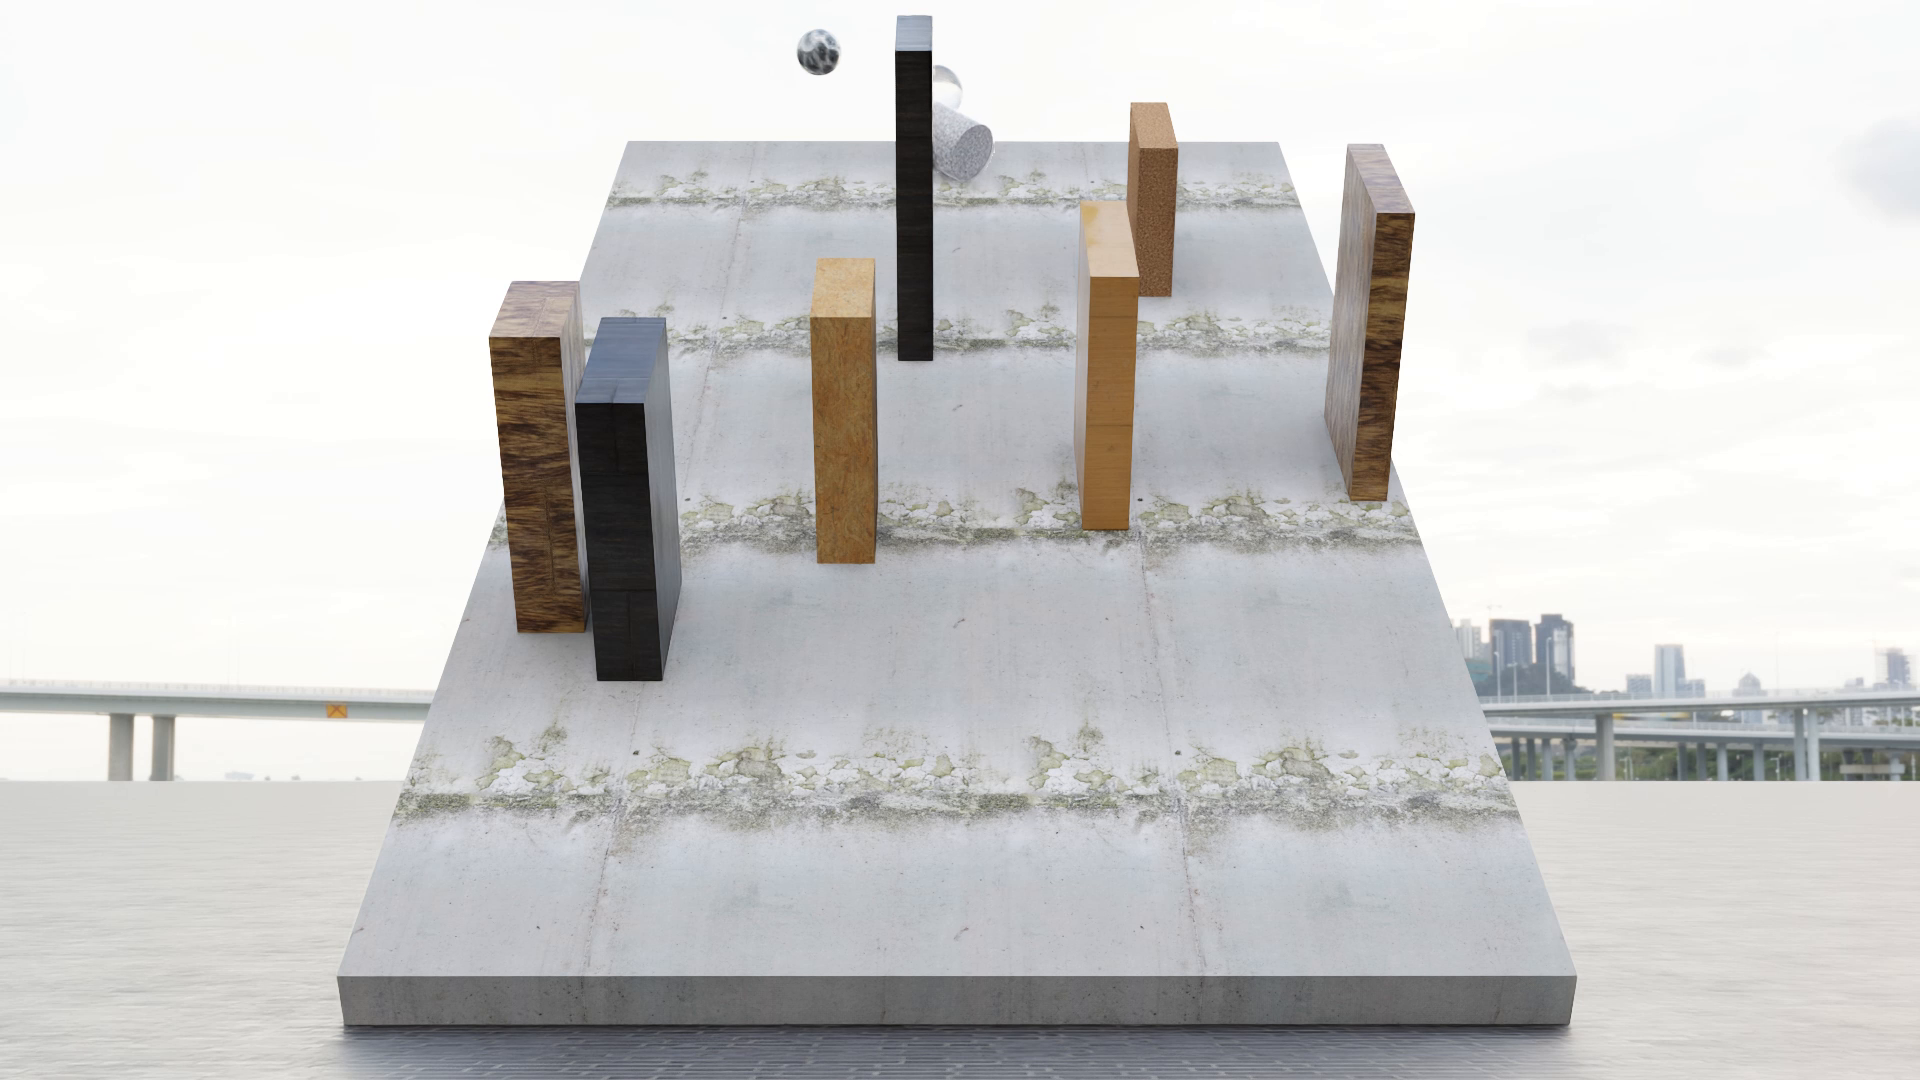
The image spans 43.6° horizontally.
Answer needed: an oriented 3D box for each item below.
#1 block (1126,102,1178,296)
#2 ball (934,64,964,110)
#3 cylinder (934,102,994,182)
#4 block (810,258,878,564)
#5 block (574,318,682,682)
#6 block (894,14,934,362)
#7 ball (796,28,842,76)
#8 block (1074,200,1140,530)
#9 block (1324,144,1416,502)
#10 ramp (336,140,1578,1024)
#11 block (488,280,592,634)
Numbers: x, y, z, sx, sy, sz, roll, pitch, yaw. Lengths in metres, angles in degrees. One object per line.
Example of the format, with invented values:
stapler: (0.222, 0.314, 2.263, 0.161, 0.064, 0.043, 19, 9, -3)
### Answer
block: (0.506, -0.907, 6.369, 0.099, 0.409, 0.365, 0, 29, 0)
ball: (-0.077, -1.390, 7.452, 0.177, 0.177, 0.177, 0, -6, 0)
cylinder: (-0.028, -1.173, 7.061, 0.179, 0.179, 0.179, 32, 13, 31)
block: (-0.240, -0.272, 5.050, 0.121, 0.563, 0.312, 0, 29, 0)
block: (-0.639, -0.081, 4.667, 0.126, 0.596, 0.389, 0, 29, 0)
block: (-0.110, -0.858, 5.881, 0.088, 0.790, 0.285, 0, 29, 0)
ball: (-0.418, -1.447, 7.116, 0.138, 0.138, 0.138, 0, -6, 0)
block: (0.314, -0.383, 5.227, 0.100, 0.591, 0.432, 0, 29, 0)
block: (0.904, -0.486, 5.328, 0.080, 0.677, 0.429, 0, 29, 0)
ramp: (-0.012, -0.218, 5.641, 2.000, 0.100, 4.000, 0, 29, 0)
block: (-0.817, -0.163, 4.762, 0.134, 0.646, 0.274, 0, 29, 0)
